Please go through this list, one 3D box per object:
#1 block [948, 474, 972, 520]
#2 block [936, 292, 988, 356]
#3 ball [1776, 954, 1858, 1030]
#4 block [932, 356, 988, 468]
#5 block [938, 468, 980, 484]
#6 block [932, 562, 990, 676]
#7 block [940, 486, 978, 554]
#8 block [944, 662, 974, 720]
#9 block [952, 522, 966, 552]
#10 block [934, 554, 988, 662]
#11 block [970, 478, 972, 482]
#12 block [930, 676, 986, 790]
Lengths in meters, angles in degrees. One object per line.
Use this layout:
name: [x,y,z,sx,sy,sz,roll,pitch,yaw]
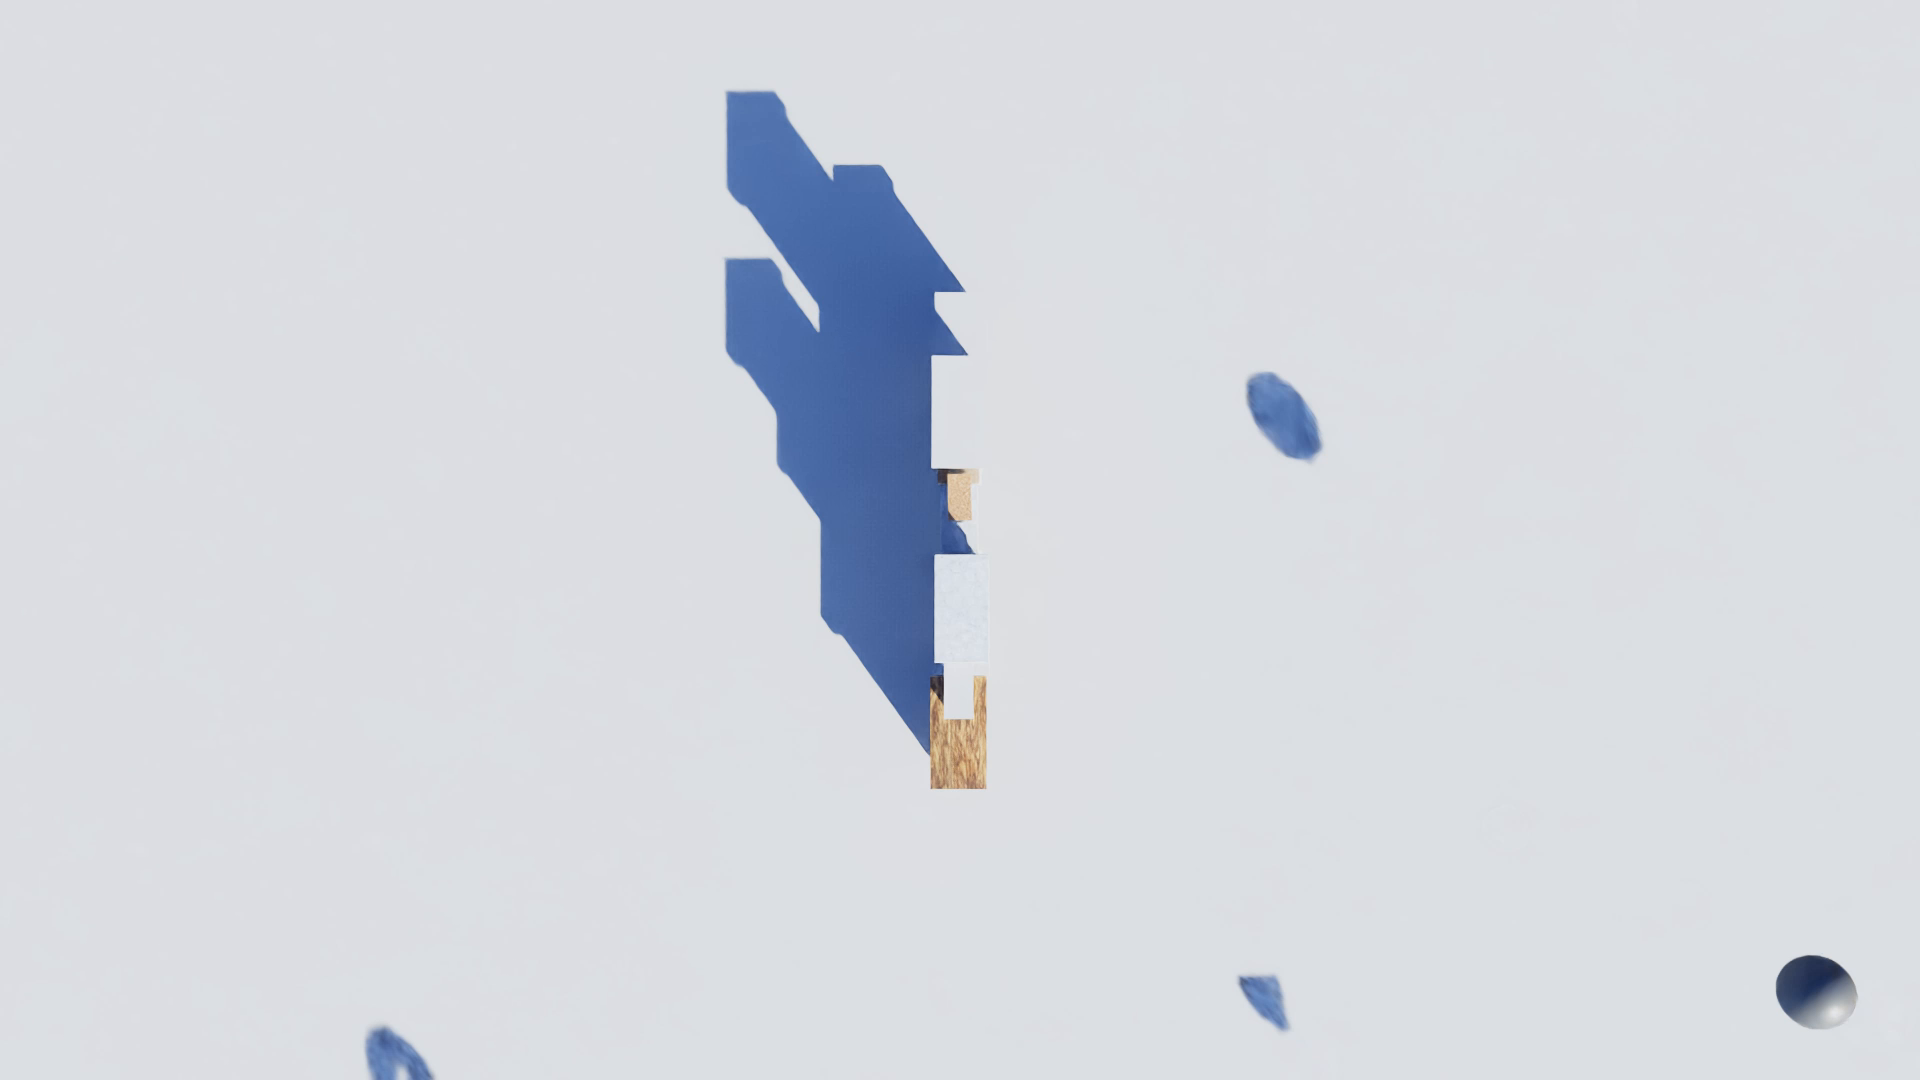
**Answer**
block: [-0.001,-0.131,5.048,0.071,0.020,0.142,-1,90,0]
block: [0.003,-0.609,5.153,0.162,0.046,0.324,0,90,0]
ball: [2.225,1.176,4.287,0.189,0.189,0.189,0,90,0]
block: [0.000,-0.370,4.782,0.162,0.046,0.325,0,90,0]
block: [-0.005,-0.311,5.219,0.131,0.037,0.263,0,90,0]
block: [0.003,0.243,5.125,0.175,0.050,0.350,0,90,0]
block: [-0.002,-0.056,5.247,0.118,0.034,0.237,0,90,0]
block: [-0.004,0.445,4.913,0.087,0.025,0.175,0,90,0]
block: [-0.002,-0.009,5.131,0.046,0.013,0.092,0,90,0]
block: [0.005,0.197,4.768,0.155,0.044,0.311,0,90,0]
block: [-0.001,-0.179,5.129,0.071,0.142,0.020,0,90,0]
block: [-0.005,0.597,5.127,0.174,0.049,0.348,0,90,0]
